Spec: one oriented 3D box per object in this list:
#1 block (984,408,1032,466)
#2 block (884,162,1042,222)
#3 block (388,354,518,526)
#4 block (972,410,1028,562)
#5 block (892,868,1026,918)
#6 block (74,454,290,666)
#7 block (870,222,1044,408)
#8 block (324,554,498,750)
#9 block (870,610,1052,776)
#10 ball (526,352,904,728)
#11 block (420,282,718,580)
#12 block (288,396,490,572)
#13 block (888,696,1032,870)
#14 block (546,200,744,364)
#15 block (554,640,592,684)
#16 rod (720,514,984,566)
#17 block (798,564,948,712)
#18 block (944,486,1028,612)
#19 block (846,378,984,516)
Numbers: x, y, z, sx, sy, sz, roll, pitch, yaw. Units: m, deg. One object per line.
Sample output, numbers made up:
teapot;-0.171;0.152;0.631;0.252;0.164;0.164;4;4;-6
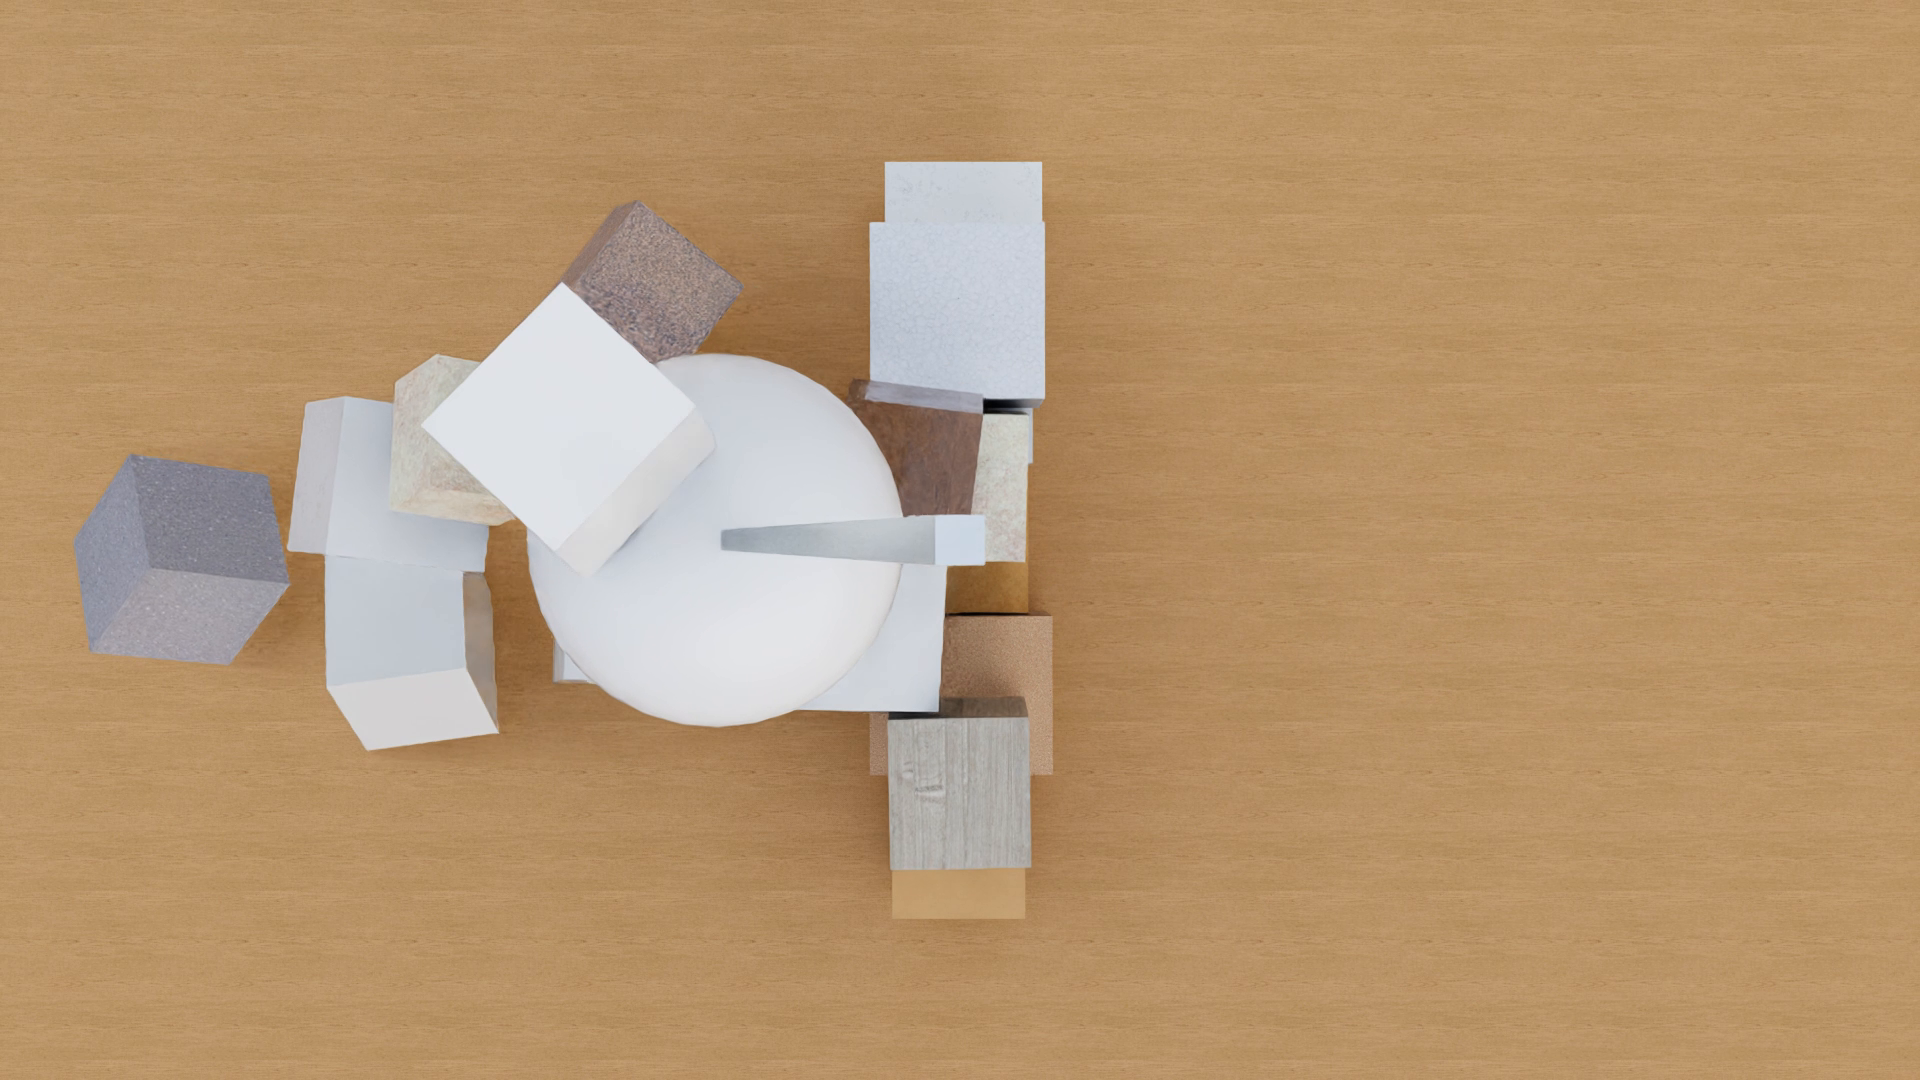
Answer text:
block;-0.002;-0.834;12.569;0.806;0.862;0.817;0;90;0
block;0.020;-1.674;12.595;0.871;0.810;0.844;0;90;0
block;-2.027;-0.401;9.066;0.484;0.441;0.551;9;73;-35
block;-0.014;-0.306;11.790;0.725;0.716;0.766;1;95;0
block;-0.006;1.695;12.585;0.736;0.831;0.801;0;90;0
block;-4.233;0.120;11.945;0.790;0.772;0.745;-44;53;33
block;-0.013;-1.181;11.724;0.899;0.828;0.907;0;90;0
block;-3.078;0.546;12.373;0.745;0.881;0.910;-8;62;-3
block;0.006;0.856;12.536;1.005;0.929;0.869;0;90;0
ball;-1.035;0.000;9.388;1.600;1.600;1.600;0;90;0
block;-1.455;-0.395;8.315;0.686;0.670;0.734;42;83;7
block;-2.507;-0.238;9.731;0.684;0.743;0.669;8;87;-29
block;-0.003;1.283;11.710;0.729;0.719;0.787;-1;95;0
block;-1.739;-1.295;11.872;0.711;0.780;0.740;38;83;-17
block;-1.804;0.398;12.039;0.755;0.843;0.765;2;85;-14
rod;-0.449;0.000;6.039;0.080;5.200;0.080;0;90;-10
block;-0.629;0.473;11.540;0.814;0.765;0.776;3;90;-29
block;-0.005;-0.005;12.640;0.773;0.721;0.821;0;90;0
block;-0.259;-0.390;11.048;0.671;0.656;0.681;7;102;-1
